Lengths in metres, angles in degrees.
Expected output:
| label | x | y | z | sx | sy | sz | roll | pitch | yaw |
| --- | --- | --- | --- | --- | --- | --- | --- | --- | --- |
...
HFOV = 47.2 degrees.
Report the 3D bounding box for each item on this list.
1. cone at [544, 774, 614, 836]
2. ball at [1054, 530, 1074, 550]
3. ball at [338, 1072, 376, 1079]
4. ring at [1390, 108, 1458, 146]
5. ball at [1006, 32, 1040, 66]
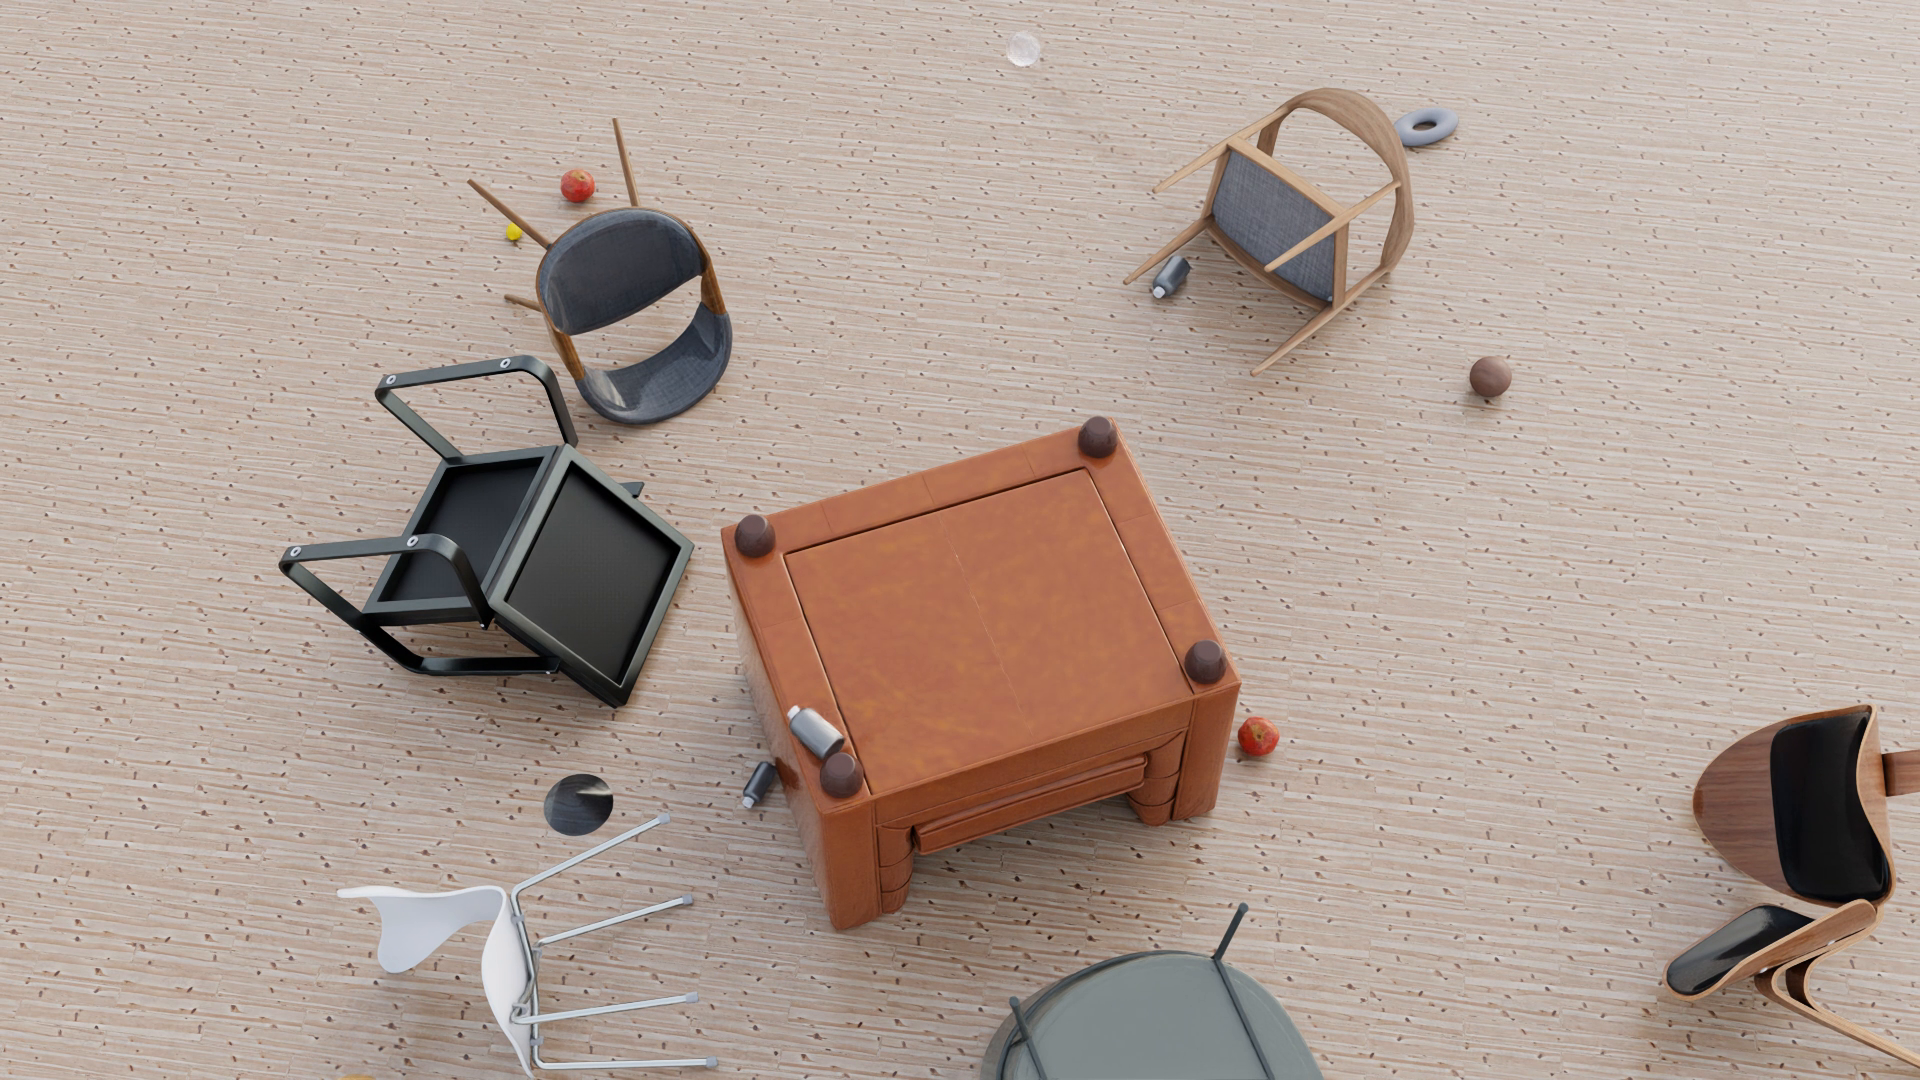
| label | x | y | z | sx | sy | sz | roll | pitch | yaw |
| --- | --- | --- | --- | --- | --- | --- | --- | --- | --- |
| cone | -1.055 | 0.711 | 6.052 | 0.190 | 0.074 | 0.194 | 36 | 63 | 22 |
| ball | 0.311 | 0.001 | 6.537 | 0.060 | 0.060 | 0.060 | 0 | 56 | 0 |
| ball | -1.517 | 1.425 | 5.514 | 0.172 | 0.172 | 0.172 | 0 | 56 | 0 |
| ring | 1.582 | -1.408 | 7.490 | 0.259 | 0.048 | 0.142 | -20 | 59 | -12 |
| ball | 0.220 | -1.706 | 7.650 | 0.115 | 0.115 | 0.115 | 0 | 56 | 0 |
